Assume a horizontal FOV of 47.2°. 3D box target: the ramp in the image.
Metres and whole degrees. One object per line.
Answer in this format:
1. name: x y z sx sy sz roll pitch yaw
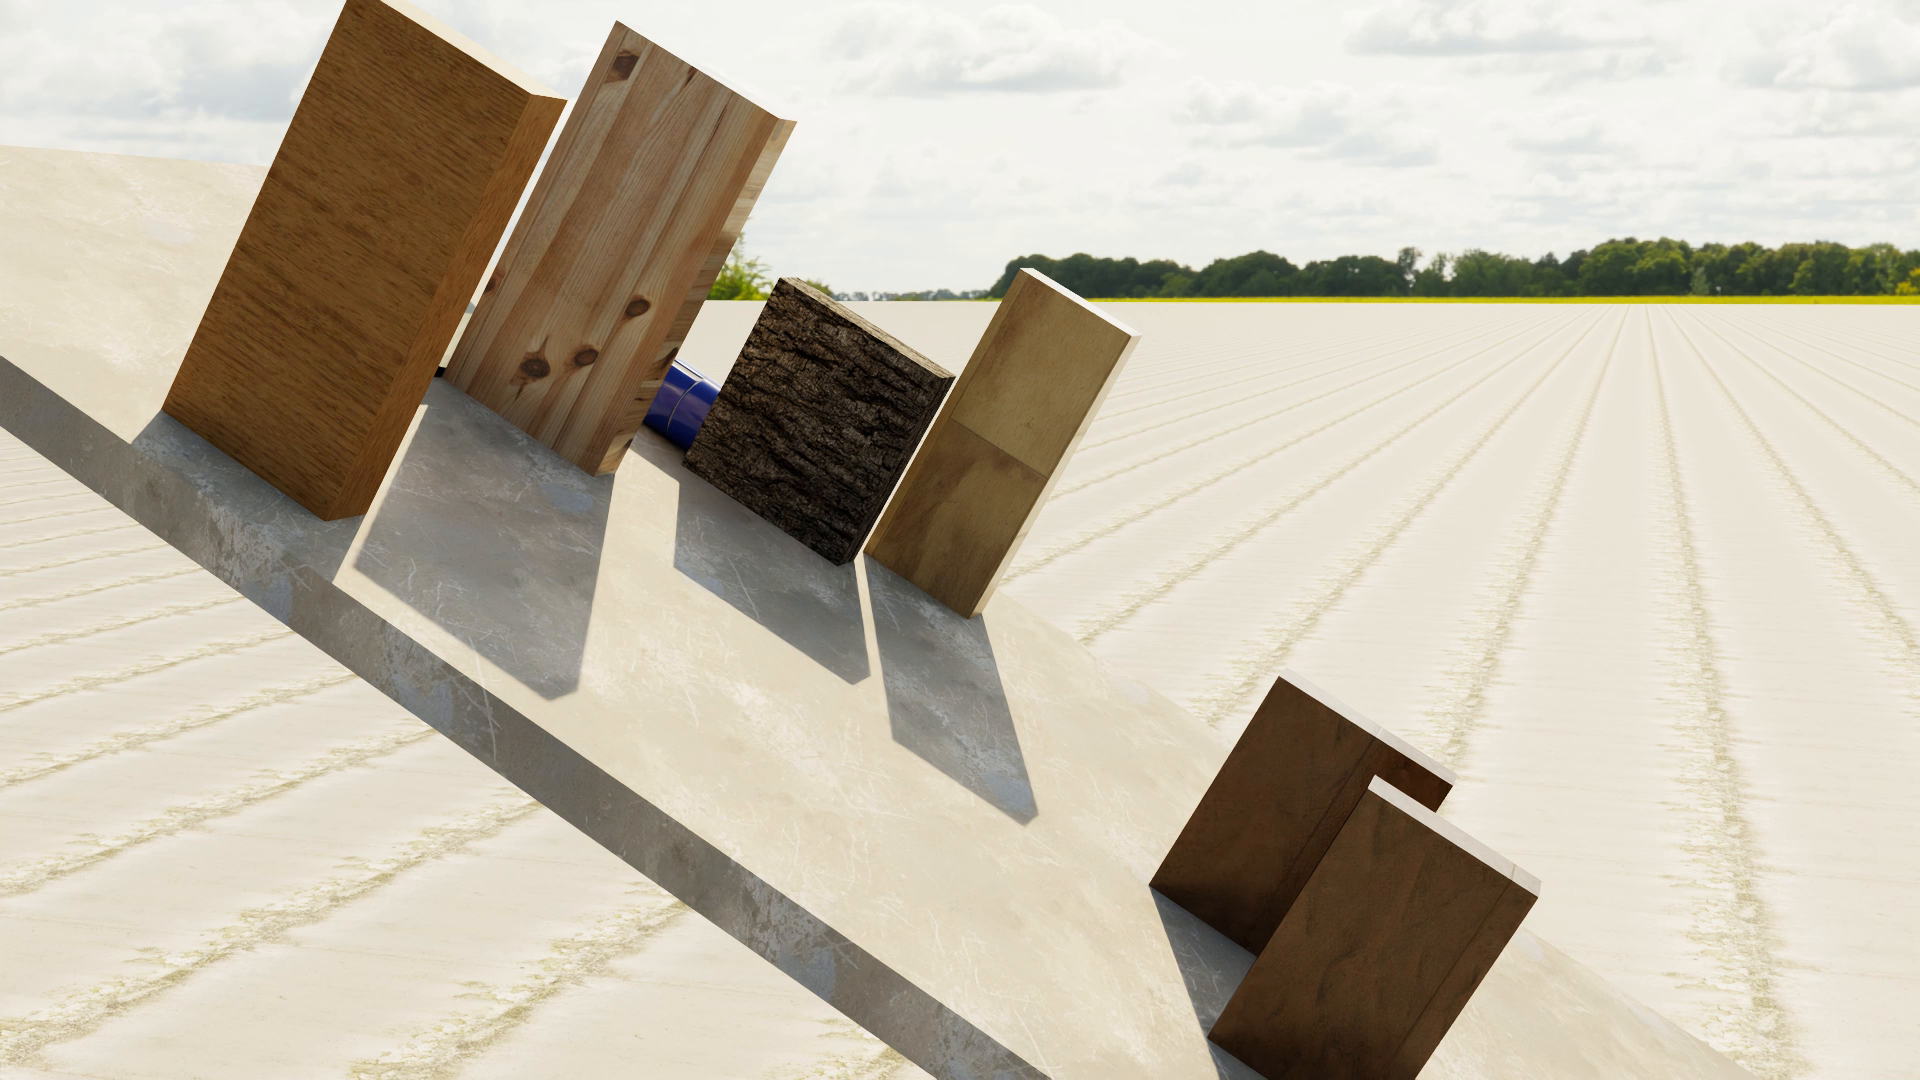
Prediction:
1. ramp: -0.183 0.301 4.127 4.000 0.100 2.000 33 15 11

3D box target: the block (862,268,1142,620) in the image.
1. block: 0.087 -0.205 4.733 0.280 0.709 0.102 33 15 11

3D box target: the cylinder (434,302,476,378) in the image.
1. cylinder: -1.063 -0.426 4.393 0.147 0.147 0.147 28 15 -8

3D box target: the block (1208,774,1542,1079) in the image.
1. block: 0.632 0.645 3.375 0.293 0.477 0.094 33 15 11

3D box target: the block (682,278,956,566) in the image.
1. block: -0.301 -0.252 4.646 0.409 0.459 0.104 33 15 11

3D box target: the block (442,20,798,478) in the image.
1. block: -0.674 -0.564 4.310 0.383 0.795 0.097 33 15 11

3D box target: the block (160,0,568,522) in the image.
1. block: -0.944 -0.444 3.463 0.343 0.756 0.119 33 15 11

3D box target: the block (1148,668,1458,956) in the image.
1. block: 0.594 0.506 3.831 0.344 0.447 0.088 33 15 11

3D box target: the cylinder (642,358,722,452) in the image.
1. cylinder: -0.588 -0.285 4.801 0.163 0.163 0.163 34 17 15
